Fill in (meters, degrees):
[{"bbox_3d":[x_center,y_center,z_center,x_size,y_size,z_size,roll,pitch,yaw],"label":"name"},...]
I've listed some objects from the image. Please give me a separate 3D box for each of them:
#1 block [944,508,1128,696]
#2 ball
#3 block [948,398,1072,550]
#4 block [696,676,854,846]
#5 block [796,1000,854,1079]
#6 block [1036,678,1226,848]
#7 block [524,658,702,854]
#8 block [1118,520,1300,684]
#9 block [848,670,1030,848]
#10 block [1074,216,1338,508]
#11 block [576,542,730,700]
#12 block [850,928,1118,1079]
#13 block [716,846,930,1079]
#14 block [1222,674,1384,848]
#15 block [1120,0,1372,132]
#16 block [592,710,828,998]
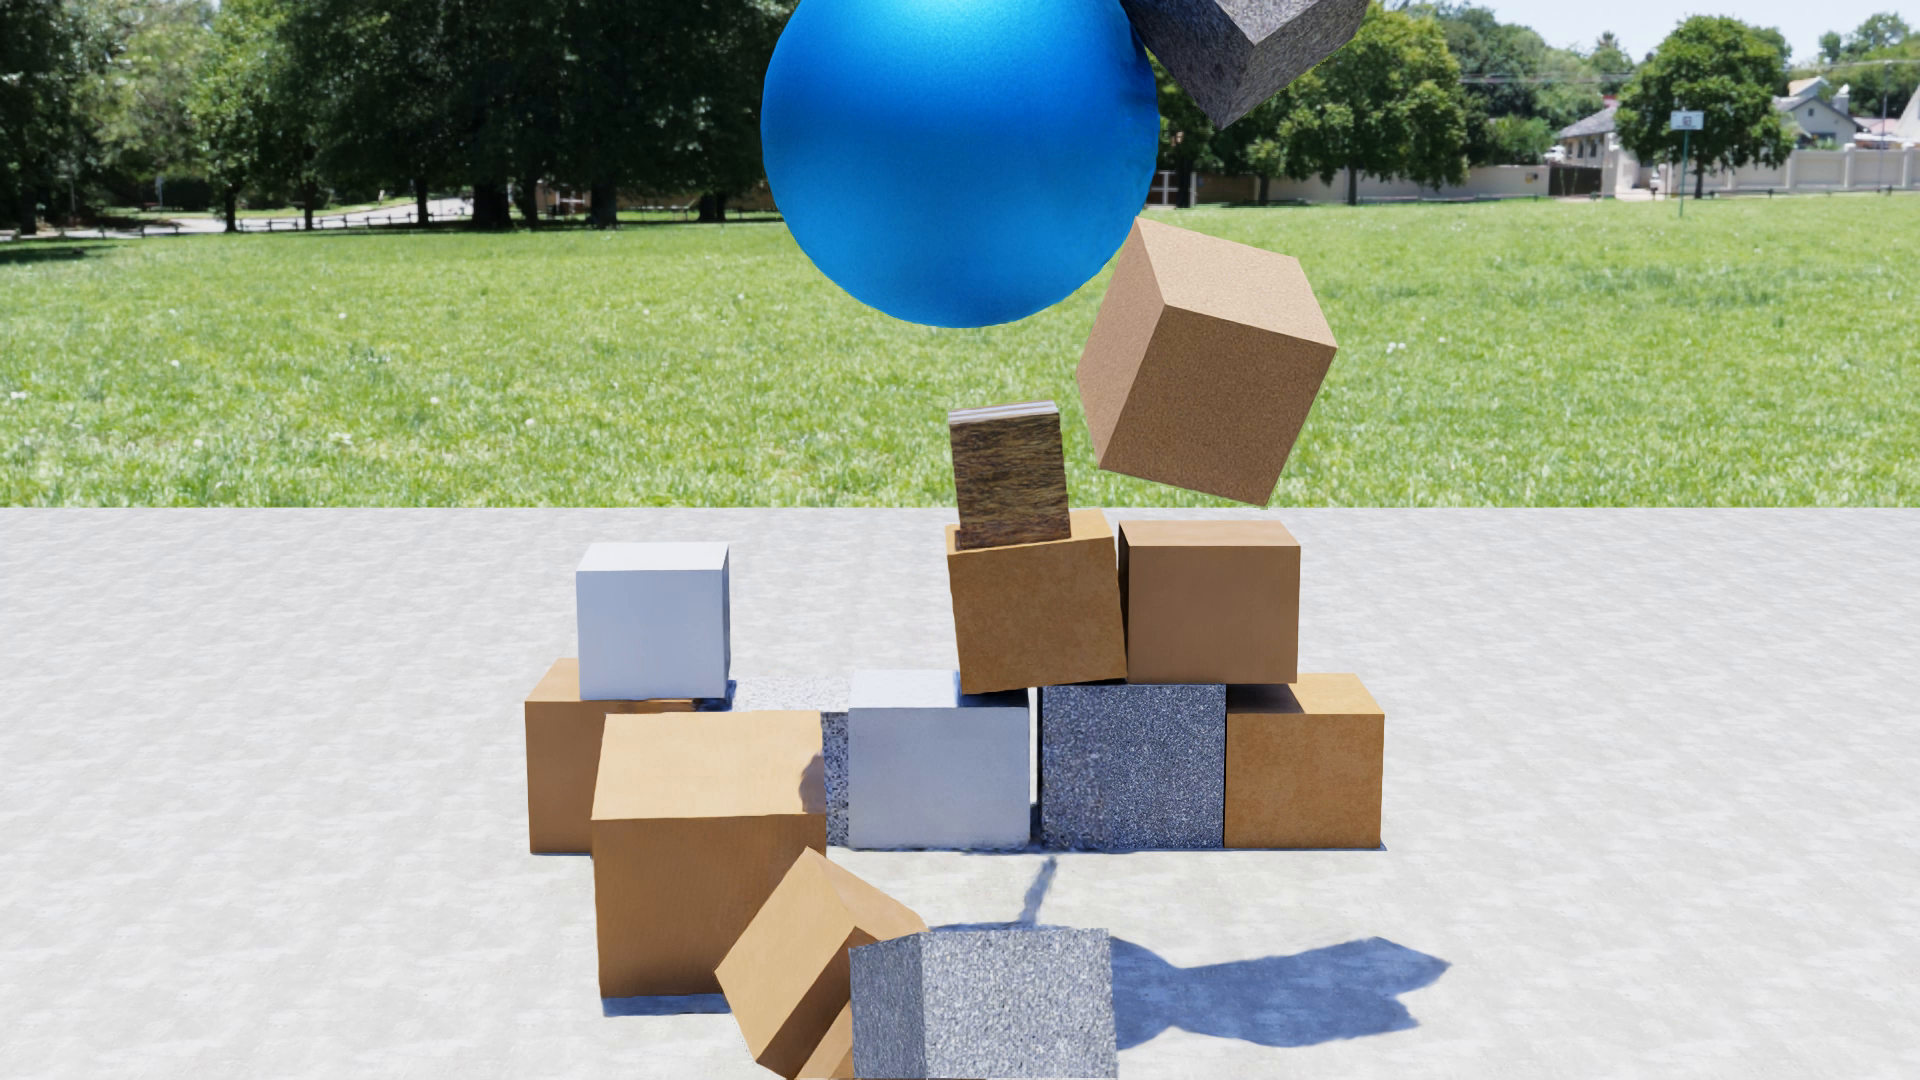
[{"bbox_3d":[0.376,0.300,11.241,0.823,0.712,0.844,-6,10,0],"label":"block"},{"bbox_3d":[0.000,-1.648,8.808,1.600,1.600,1.600,0,10,0],"label":"ball"},{"bbox_3d":[0.244,-0.340,11.089,0.542,0.624,0.593,-6,10,0],"label":"block"},{"bbox_3d":[-0.937,1.134,11.398,0.756,0.691,0.748,0,10,0],"label":"block"},{"bbox_3d":[-0.175,1.773,7.019,0.563,0.568,0.467,37,-15,-6],"label":"block"},{"bbox_3d":[0.865,1.066,11.359,0.906,0.839,0.788,0,10,0],"label":"block"},{"bbox_3d":[-1.731,1.096,11.357,0.829,0.780,0.923,0,10,0],"label":"block"},{"bbox_3d":[1.255,0.305,11.244,0.844,0.697,0.736,0,10,0],"label":"block"},{"bbox_3d":[-0.105,1.120,11.360,0.906,0.732,0.788,0,10,0],"label":"block"},{"bbox_3d":[0.809,-0.603,7.409,0.598,0.630,0.641,12,32,-13],"label":"block"},{"bbox_3d":[-1.545,0.399,11.189,0.712,0.650,0.750,-1,10,-3],"label":"block"},{"bbox_3d":[0.062,1.486,6.532,0.595,0.595,0.597,3,-15,-23],"label":"block"},{"bbox_3d":[-0.421,1.571,7.781,0.534,0.571,0.678,35,3,-24],"label":"block"},{"bbox_3d":[1.719,1.131,11.397,0.783,0.698,0.845,0,10,0],"label":"block"},{"bbox_3d":[1.136,-2.202,8.616,0.716,0.687,0.683,-36,-11,-13],"label":"block"},{"bbox_3d":[-1.059,1.328,9.468,0.945,0.833,0.982,-1,21,-5],"label":"block"}]
